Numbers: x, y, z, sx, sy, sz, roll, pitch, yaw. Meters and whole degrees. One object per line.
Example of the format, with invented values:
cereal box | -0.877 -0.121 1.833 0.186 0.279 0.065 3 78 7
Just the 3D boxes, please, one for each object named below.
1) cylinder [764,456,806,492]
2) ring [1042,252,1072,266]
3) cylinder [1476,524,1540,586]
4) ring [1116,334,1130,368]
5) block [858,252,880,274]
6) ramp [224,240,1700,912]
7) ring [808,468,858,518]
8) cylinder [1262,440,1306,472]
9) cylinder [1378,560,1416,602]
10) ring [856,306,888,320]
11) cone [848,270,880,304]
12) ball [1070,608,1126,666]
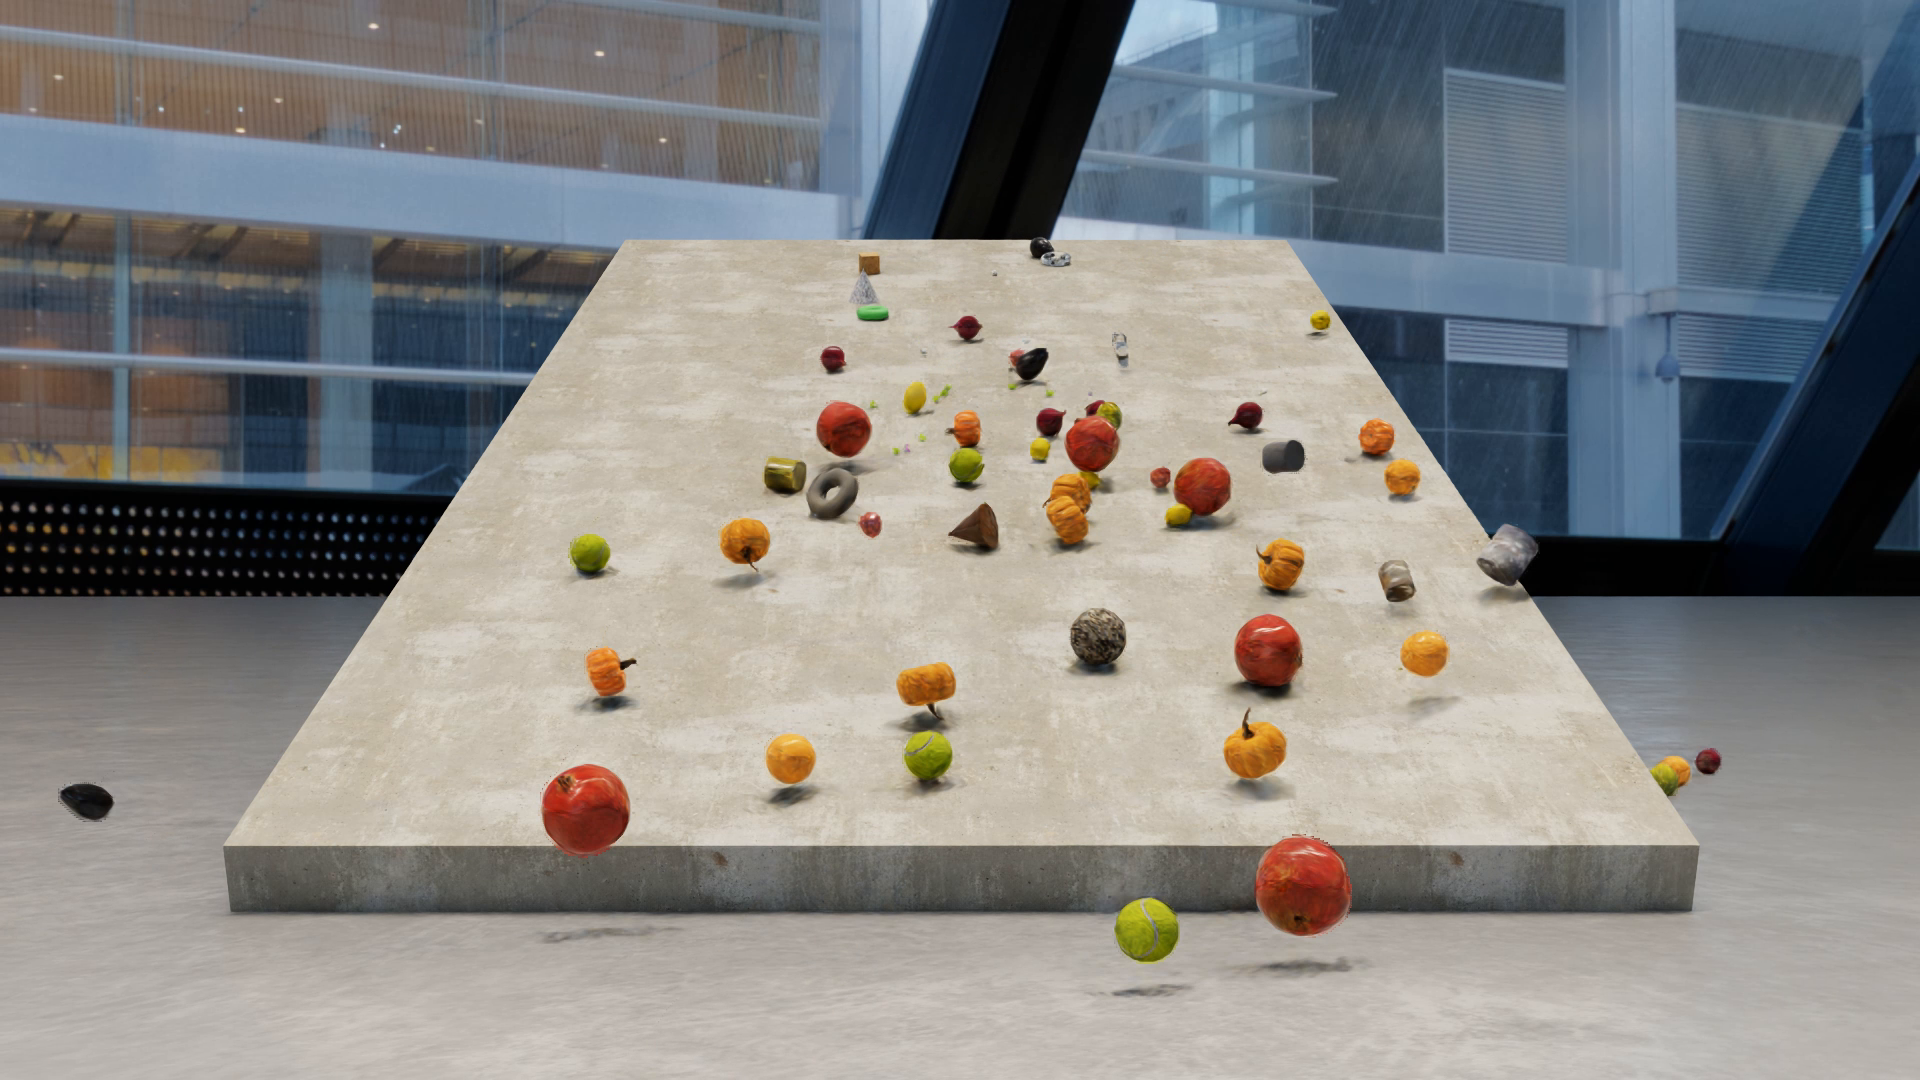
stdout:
cylinder | -0.349 -0.131 4.512 0.064 0.064 0.064 9 2 23
ring | 0.277 -0.812 6.511 0.088 0.029 0.088 -1 20 0
cylinder | 0.963 0.026 3.965 0.078 0.078 0.078 36 -12 9
ring | 0.386 -0.451 5.364 0.028 0.083 0.083 -7 -2 5
block | -0.257 -0.784 6.394 0.052 0.052 0.052 -3 20 -10
ramp | -0.004 -0.201 4.959 2.000 0.100 4.000 0 19 0
ring | -0.247 -0.090 4.368 0.107 0.107 0.036 -1 -30 29
cylinder | 0.619 -0.159 4.316 0.059 0.059 0.059 1 -1 -40
cylinder | 0.752 0.071 3.888 0.053 0.053 0.053 -6 -40 -5
ring | -0.228 -0.592 5.884 0.083 0.028 0.083 -1 20 0
cone | -0.259 -0.685 6.058 0.088 0.088 0.088 0 19 0
ball | 0.224 0.156 3.651 0.093 0.093 0.093 0 -1 0
